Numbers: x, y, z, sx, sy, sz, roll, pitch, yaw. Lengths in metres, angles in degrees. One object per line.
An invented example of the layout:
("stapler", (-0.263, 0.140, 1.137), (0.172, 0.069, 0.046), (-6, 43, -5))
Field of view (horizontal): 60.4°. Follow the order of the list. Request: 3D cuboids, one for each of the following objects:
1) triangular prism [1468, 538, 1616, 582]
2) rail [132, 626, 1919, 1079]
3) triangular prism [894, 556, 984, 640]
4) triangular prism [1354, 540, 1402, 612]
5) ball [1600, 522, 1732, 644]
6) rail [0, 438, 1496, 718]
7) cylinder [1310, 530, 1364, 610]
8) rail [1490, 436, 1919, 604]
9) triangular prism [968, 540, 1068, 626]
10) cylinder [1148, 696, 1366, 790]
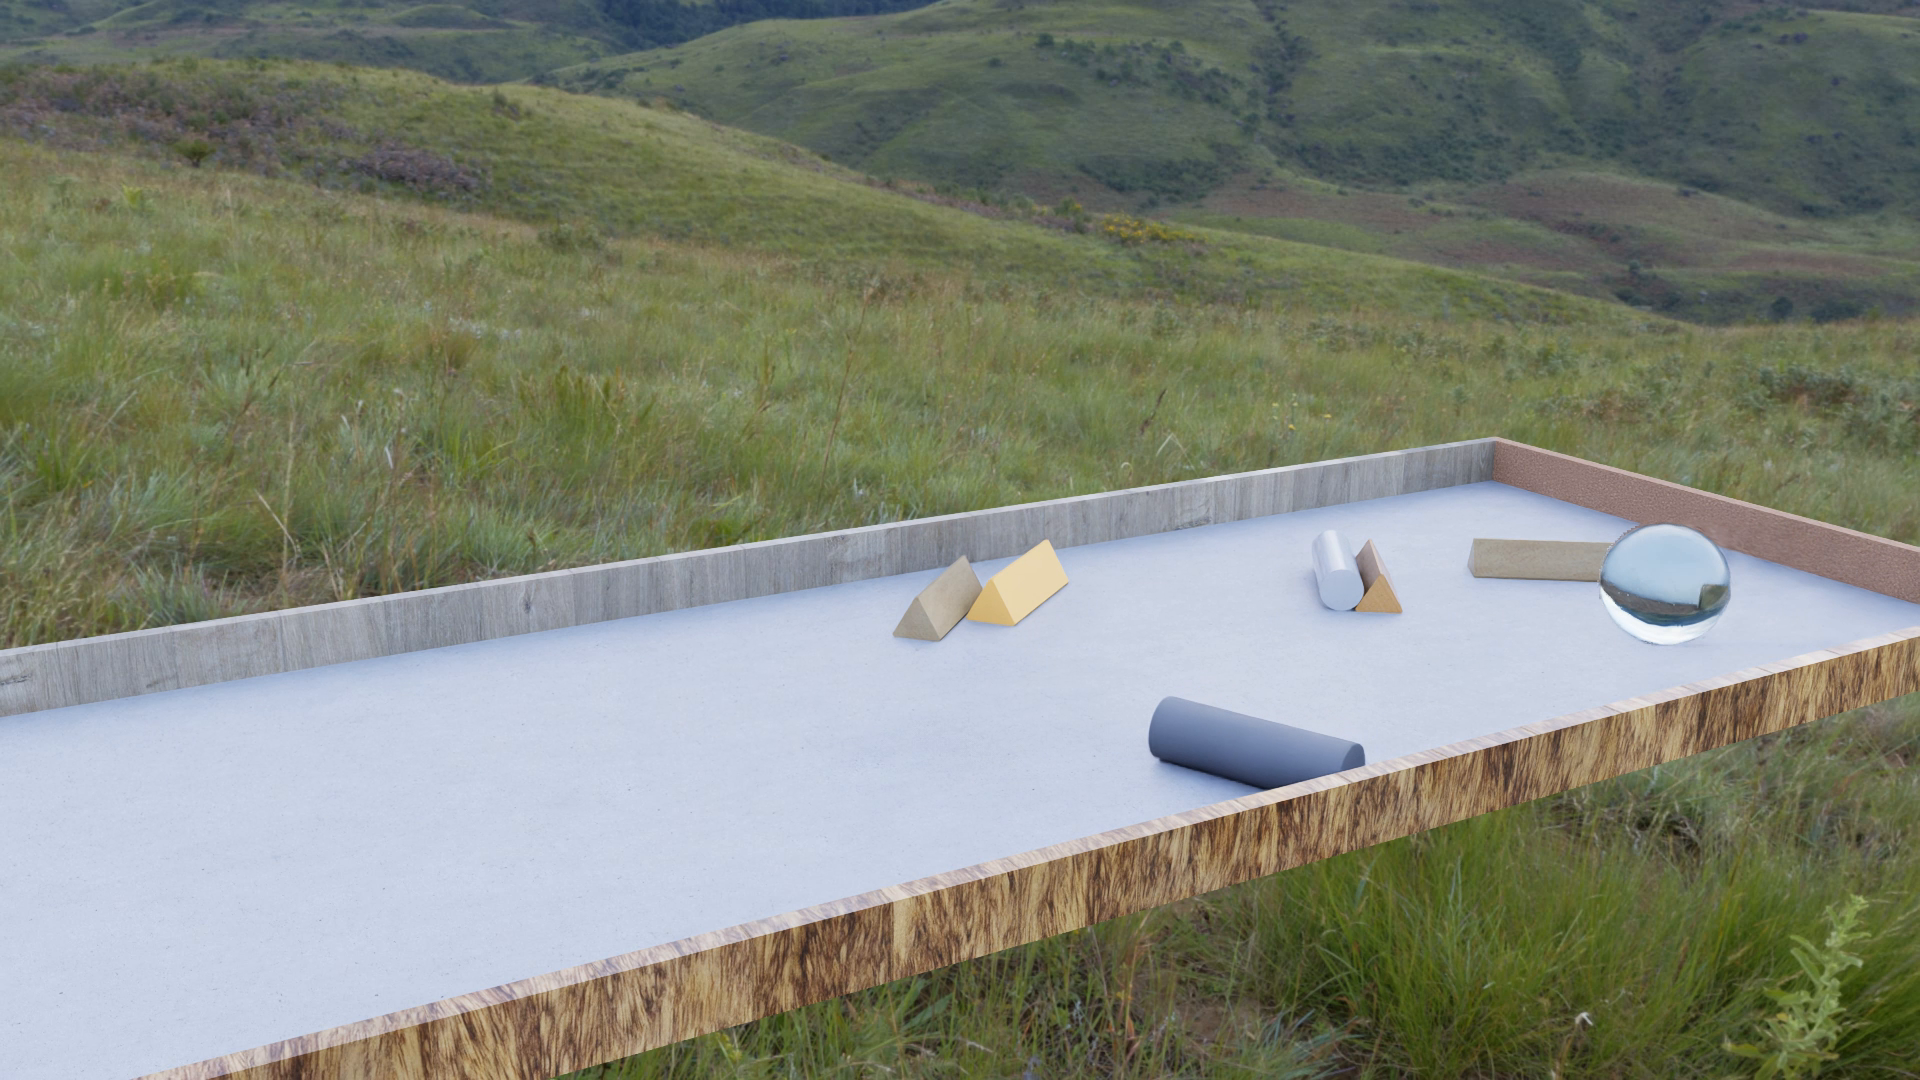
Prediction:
("triangular prism", (1.767, 0.051, 4.984), (0.425, 0.105, 0.121), (2, 16, 7))
("rail", (-2.336, 1.006, 1.665), (12.000, 0.150, 0.050), (-9, 18, -27))
("triangular prism", (-0.053, 0.154, 4.613), (0.135, 0.117, 0.409), (6, 17, 17))
("triangular prism", (1.208, 0.099, 4.809), (0.129, 0.112, 0.353), (3, 17, 8))
("ball", (1.873, 0.117, 4.384), (0.324, 0.324, 0.324), (0, 16, 0))
("rail", (-3.305, 0.497, 3.399), (12.000, 0.150, 0.050), (-9, 18, -27))
("cylinder", (1.106, 0.085, 4.847), (0.123, 0.123, 0.401), (2, 17, 8))
("rail", (2.466, -0.048, 5.253), (0.050, 0.150, 2.100), (-9, 18, -27))
("triangular prism", (0.171, 0.112, 4.737), (0.145, 0.126, 0.422), (8, 18, 23))
("cylinder", (0.635, 0.455, 3.558), (0.445, 0.141, 0.141), (12, 20, 35))
